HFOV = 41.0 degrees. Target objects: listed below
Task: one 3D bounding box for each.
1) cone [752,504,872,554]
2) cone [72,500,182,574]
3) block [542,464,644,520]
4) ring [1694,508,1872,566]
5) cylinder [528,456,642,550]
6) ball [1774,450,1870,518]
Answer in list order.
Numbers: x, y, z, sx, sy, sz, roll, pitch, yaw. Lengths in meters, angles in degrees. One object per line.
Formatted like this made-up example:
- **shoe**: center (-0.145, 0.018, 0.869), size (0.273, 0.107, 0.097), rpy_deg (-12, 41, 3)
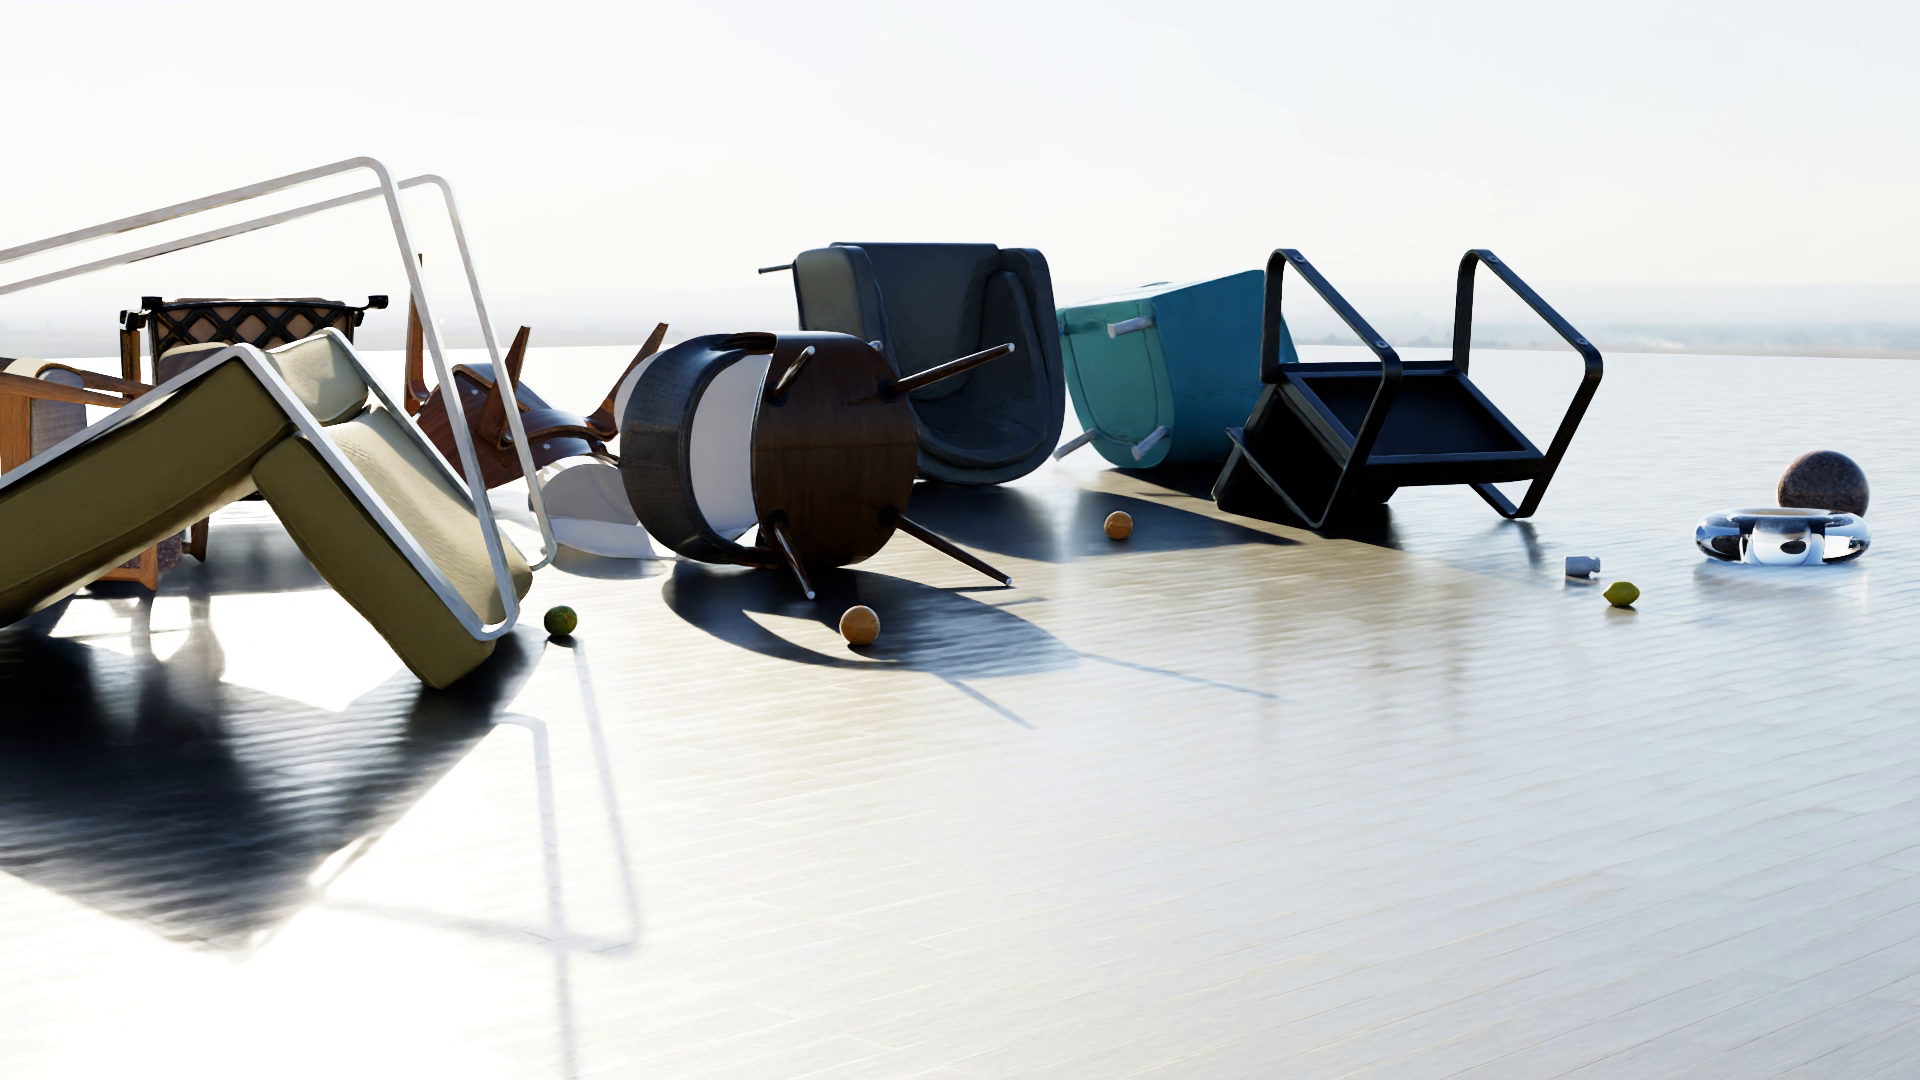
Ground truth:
- **cone**: center (-0.343, 0.002, 6.094), size (0.277, 0.123, 0.297), rpy_deg (12, 2, -4)
- **cone**: center (-1.905, 0.030, 5.725), size (0.223, 0.172, 0.242), rpy_deg (-21, -12, 27)
- **block**: center (-0.992, -0.126, 6.940), size (0.229, 0.143, 0.174), rpy_deg (-3, 7, -26)
- **ring**: center (1.912, -0.010, 5.968), size (0.397, 0.113, 0.370), rpy_deg (0, 5, 11)
- **cylinder**: center (-0.919, -0.092, 6.276), size (0.255, 0.211, 0.253), rpy_deg (-7, 7, -14)
- **ball**: center (2.154, -0.114, 6.408), size (0.227, 0.227, 0.227), rpy_deg (0, 6, 0)
